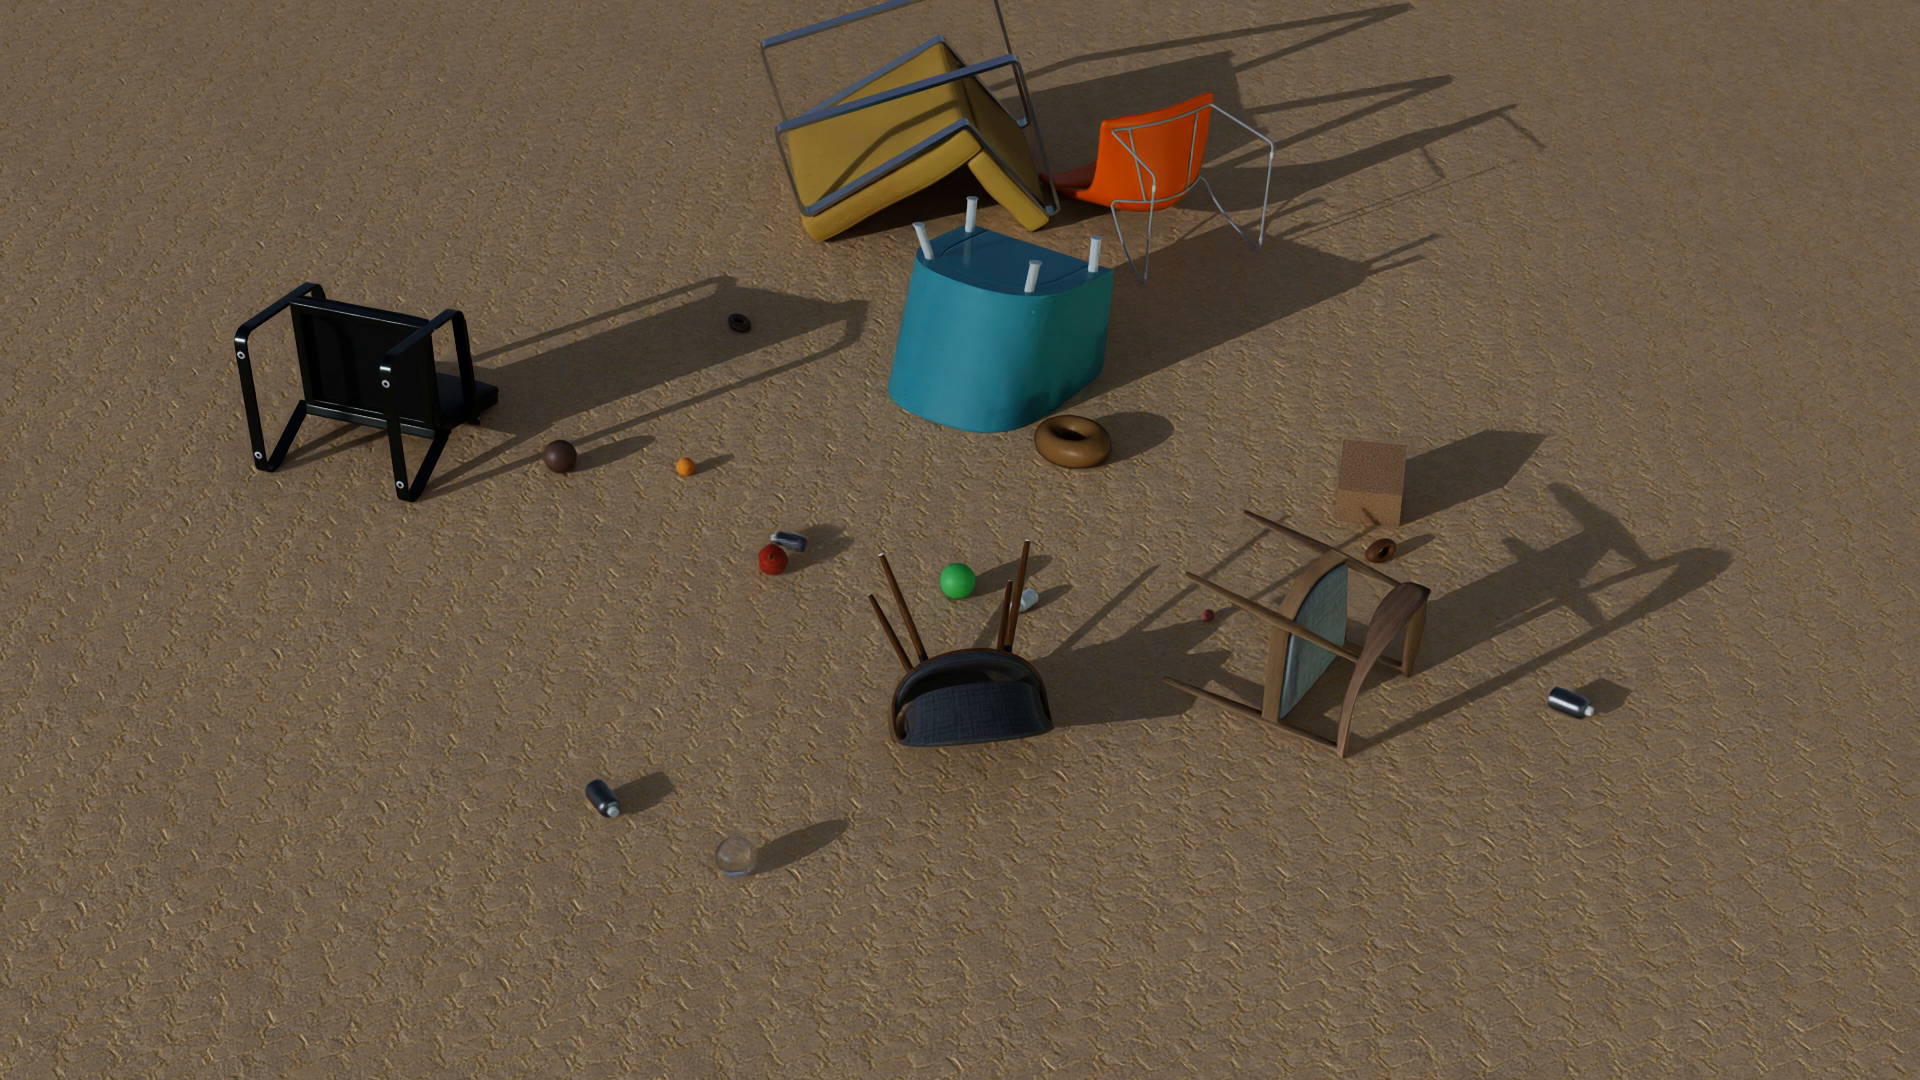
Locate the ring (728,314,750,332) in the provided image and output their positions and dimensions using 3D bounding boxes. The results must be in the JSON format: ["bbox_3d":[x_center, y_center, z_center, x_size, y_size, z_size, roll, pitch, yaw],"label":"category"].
[{"bbox_3d":[-0.925,-0.911,12.296,0.087,0.036,0.140,-15,37,-24],"label":"ring"}]

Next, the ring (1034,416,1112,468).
[{"bbox_3d":[0.439,-0.383,11.423,0.320,0.115,0.264,22,41,32],"label":"ring"}]

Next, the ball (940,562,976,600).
[{"bbox_3d":[-0.008,0.148,10.601,0.131,0.131,0.131,0,33,0],"label":"ball"}]

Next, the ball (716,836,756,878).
[{"bbox_3d":[-0.711,1.004,9.301,0.131,0.131,0.131,0,33,0],"label":"ball"}]

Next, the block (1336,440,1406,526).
[{"bbox_3d":[1.549,-0.214,11.044,0.238,0.182,0.249,6,51,8],"label":"block"}]

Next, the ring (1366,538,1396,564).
[{"bbox_3d":[1.552,0.039,10.817,0.130,0.078,0.055,-29,28,-20],"label":"ring"}]
